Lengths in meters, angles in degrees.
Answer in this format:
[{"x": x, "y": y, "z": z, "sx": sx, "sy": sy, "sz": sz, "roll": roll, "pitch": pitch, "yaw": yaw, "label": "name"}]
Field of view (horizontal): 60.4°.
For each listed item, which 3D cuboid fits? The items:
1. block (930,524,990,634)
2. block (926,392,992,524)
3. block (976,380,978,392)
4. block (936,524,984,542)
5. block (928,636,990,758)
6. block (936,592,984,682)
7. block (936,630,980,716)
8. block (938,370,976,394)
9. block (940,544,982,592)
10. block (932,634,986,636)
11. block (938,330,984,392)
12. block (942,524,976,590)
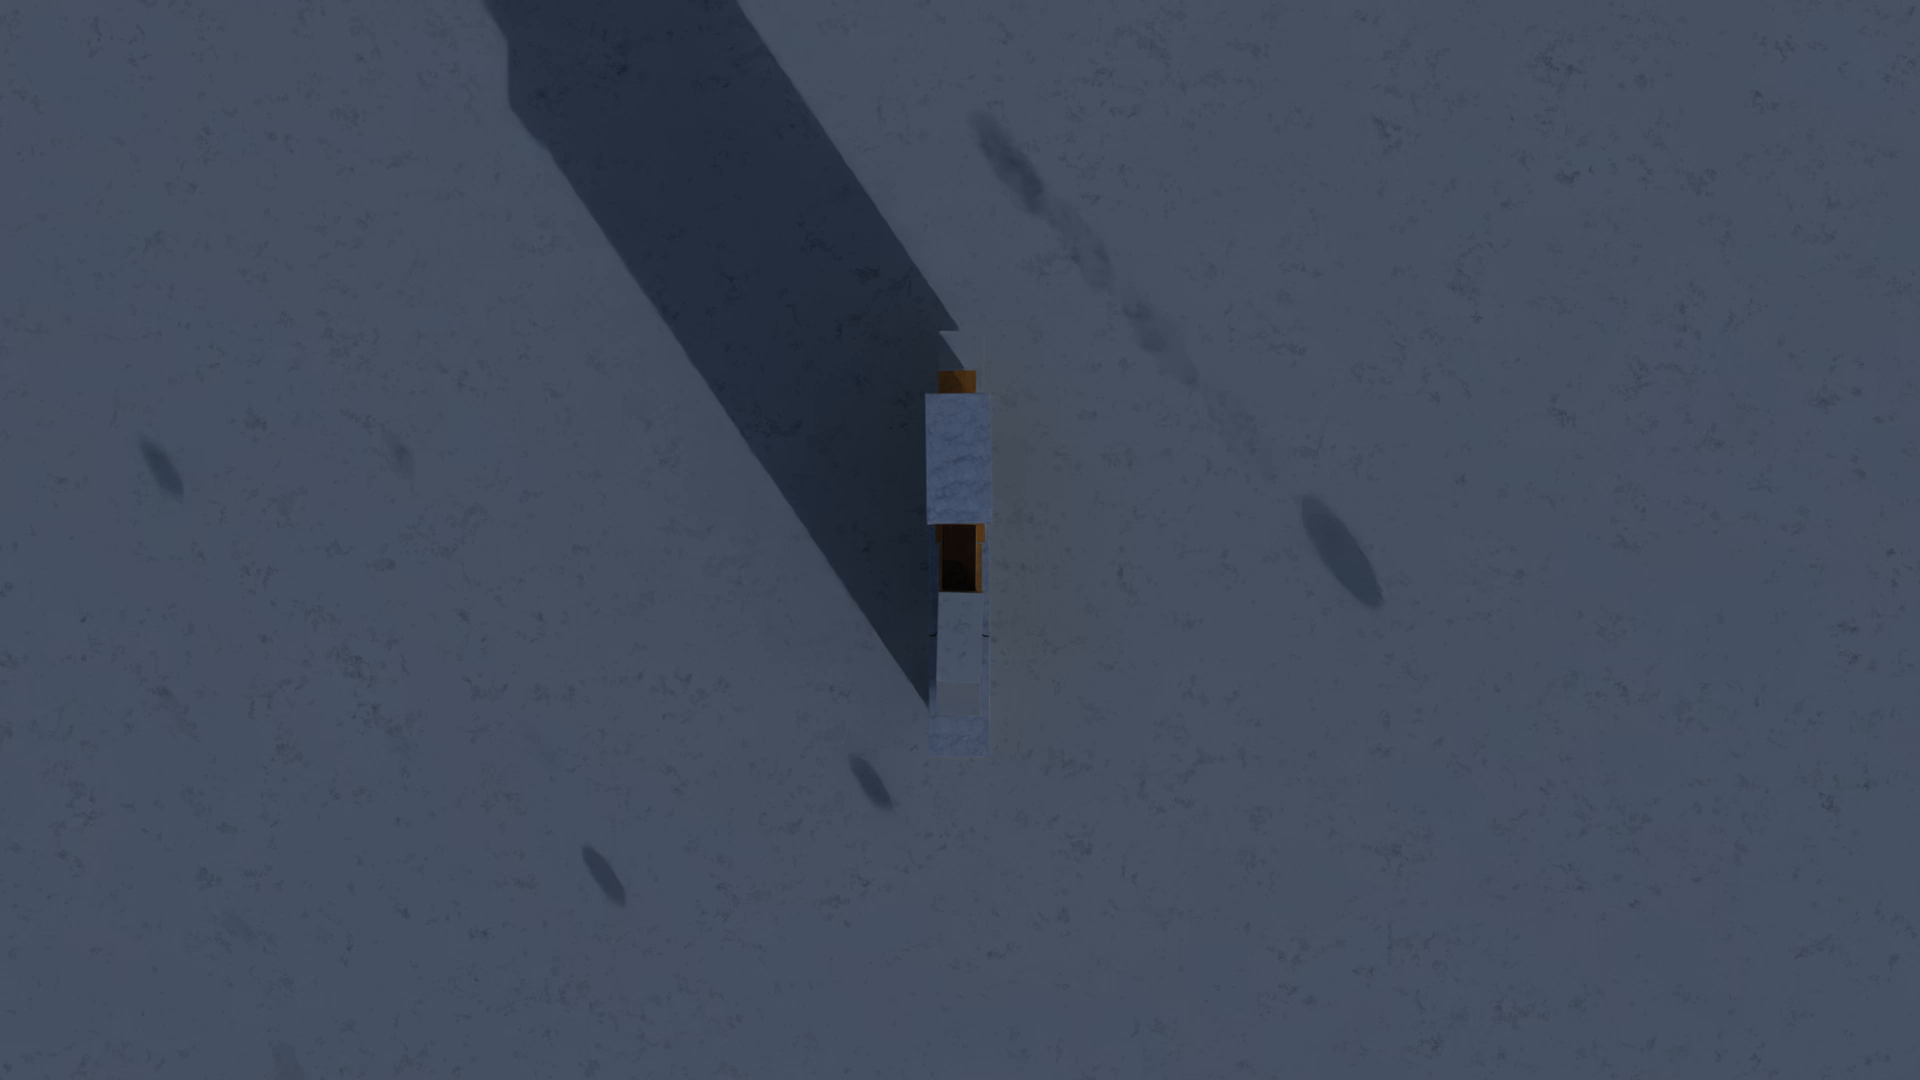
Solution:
[{"x": -0.002, "y": 0.100, "z": 4.754, "sx": 0.172, "sy": 0.049, "sz": 0.344, "roll": 0, "pitch": 90, "yaw": 0, "label": "block"}, {"x": -0.004, "y": -0.201, "z": 4.082, "sx": 0.161, "sy": 0.046, "sz": 0.321, "roll": -1, "pitch": 91, "yaw": 0, "label": "block"}, {"x": -0.004, "y": -0.442, "z": 4.792, "sx": 0.107, "sy": 0.213, "sz": 0.030, "roll": 0, "pitch": 90, "yaw": 0, "label": "block"}, {"x": -0.001, "y": -0.126, "z": 4.446, "sx": 0.132, "sy": 0.037, "sz": 0.265, "roll": -1, "pitch": 90, "yaw": 1, "label": "block"}, {"x": -0.002, "y": 0.449, "z": 4.752, "sx": 0.173, "sy": 0.049, "sz": 0.346, "roll": 0, "pitch": 90, "yaw": 0, "label": "block"}, {"x": -0.001, "y": 0.248, "z": 4.216, "sx": 0.114, "sy": 0.032, "sz": 0.229, "roll": 2, "pitch": 90, "yaw": 0, "label": "block"}, {"x": -0.004, "y": 0.358, "z": 4.477, "sx": 0.117, "sy": 0.033, "sz": 0.233, "roll": 0, "pitch": 90, "yaw": 0, "label": "block"}, {"x": -0.006, "y": -0.371, "z": 4.669, "sx": 0.107, "sy": 0.030, "sz": 0.213, "roll": -1, "pitch": 90, "yaw": 1, "label": "block"}, {"x": 0.001, "y": 0.124, "z": 4.484, "sx": 0.114, "sy": 0.032, "sz": 0.229, "roll": 0, "pitch": 90, "yaw": 0, "label": "block"}, {"x": -0.002, "y": 0.316, "z": 5.145, "sx": 0.166, "sy": 0.047, "sz": 0.331, "roll": 0, "pitch": 90, "yaw": 0, "label": "block"}, {"x": 0.003, "y": -0.487, "z": 4.918, "sx": 0.135, "sy": 0.038, "sz": 0.270, "roll": 0, "pitch": 90, "yaw": 0, "label": "block"}, {"x": -0.003, "y": 0.045, "z": 4.244, "sx": 0.086, "sy": 0.024, "sz": 0.171, "roll": 0, "pitch": 90, "yaw": 0, "label": "block"}]
